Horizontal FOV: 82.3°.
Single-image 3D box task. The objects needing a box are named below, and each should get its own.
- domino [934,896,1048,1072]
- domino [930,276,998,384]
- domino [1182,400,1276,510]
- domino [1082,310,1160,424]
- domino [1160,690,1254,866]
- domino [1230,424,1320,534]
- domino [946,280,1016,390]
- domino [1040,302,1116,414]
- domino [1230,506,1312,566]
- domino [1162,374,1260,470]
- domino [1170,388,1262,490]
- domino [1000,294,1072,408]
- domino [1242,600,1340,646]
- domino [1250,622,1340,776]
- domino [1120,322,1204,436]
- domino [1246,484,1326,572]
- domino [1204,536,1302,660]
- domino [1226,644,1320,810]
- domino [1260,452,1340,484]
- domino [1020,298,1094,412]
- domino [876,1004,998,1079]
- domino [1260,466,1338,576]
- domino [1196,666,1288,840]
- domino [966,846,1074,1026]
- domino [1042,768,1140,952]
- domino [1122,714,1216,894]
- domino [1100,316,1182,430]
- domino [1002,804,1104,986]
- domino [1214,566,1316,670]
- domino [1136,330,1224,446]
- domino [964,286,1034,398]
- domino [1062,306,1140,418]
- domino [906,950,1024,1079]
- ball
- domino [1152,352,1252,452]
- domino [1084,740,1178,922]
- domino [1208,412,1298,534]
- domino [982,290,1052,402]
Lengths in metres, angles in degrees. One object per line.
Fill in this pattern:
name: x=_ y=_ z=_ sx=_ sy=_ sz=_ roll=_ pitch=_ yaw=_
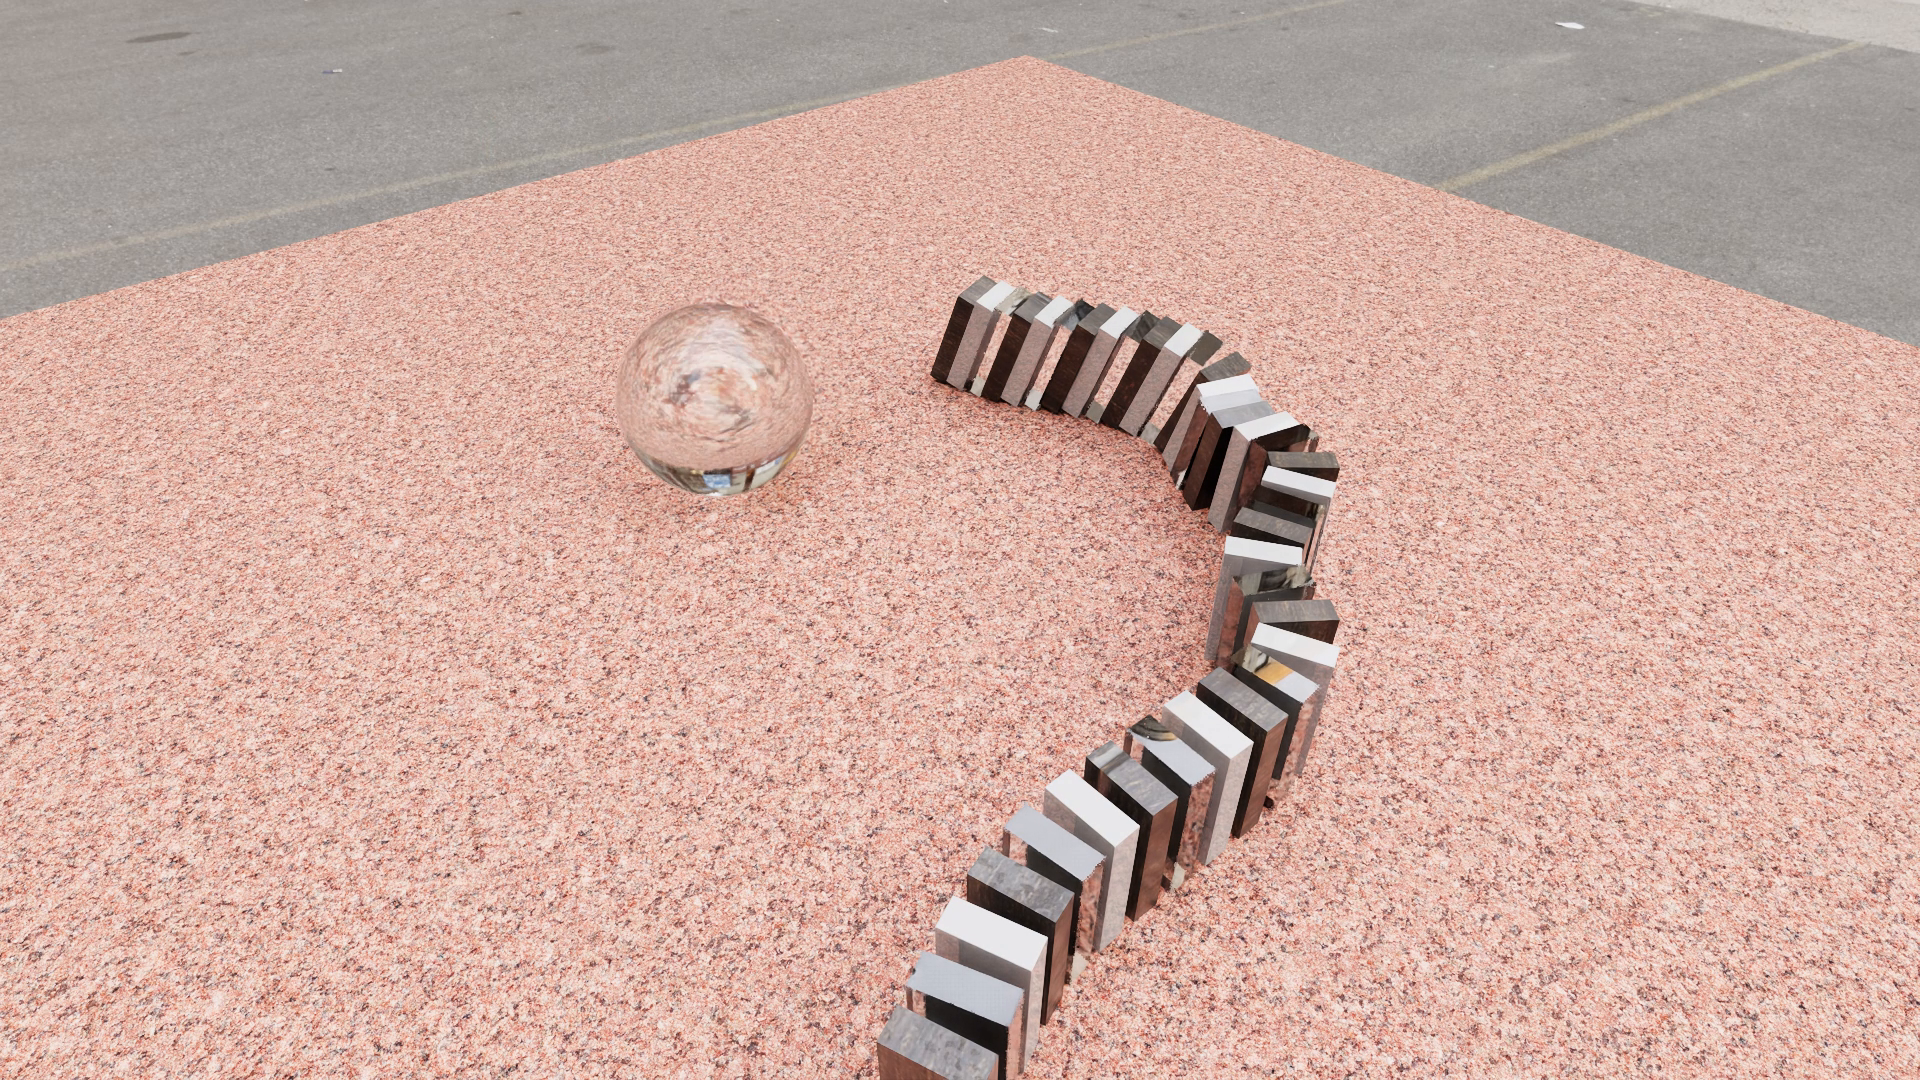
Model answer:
domino: x=0.007 y=0.112 z=0.275 sx=0.025 sy=0.050 sz=0.010 roll=18 pitch=42 yaw=20
domino: x=0.002 y=-0.102 z=0.536 sx=0.009 sy=0.050 sz=0.025 roll=34 pitch=47 yaw=9
domino: x=0.110 y=-0.034 z=0.452 sx=0.025 sy=0.050 sz=0.010 roll=-13 pitch=54 yaw=-15
domino: x=0.075 y=-0.080 z=0.508 sx=0.010 sy=0.050 sz=0.025 roll=36 pitch=48 yaw=11
domino: x=0.070 y=0.071 z=0.325 sx=0.009 sy=0.050 sz=0.025 roll=-27 pitch=46 yaw=-29
domino: x=0.124 y=-0.020 z=0.436 sx=0.025 sy=0.050 sz=0.010 roll=-17 pitch=44 yaw=-20
domino: x=0.010 y=-0.098 z=0.531 sx=0.010 sy=0.050 sz=0.025 roll=34 pitch=47 yaw=9
domino: x=0.056 y=-0.085 z=0.514 sx=0.009 sy=0.050 sz=0.025 roll=36 pitch=48 yaw=11
domino: x=0.108 y=0.014 z=0.394 sx=0.025 sy=0.050 sz=0.009 roll=20 pitch=43 yaw=22
domino: x=0.107 y=-0.050 z=0.472 sx=0.025 sy=0.050 sz=0.009 roll=-14 pitch=62 yaw=-16
domino: x=0.107 y=-0.041 z=0.462 sx=0.025 sy=0.050 sz=0.009 roll=-11 pitch=58 yaw=-13
domino: x=0.037 y=-0.089 z=0.519 sx=0.010 sy=0.050 sz=0.025 roll=34 pitch=47 yaw=9
domino: x=0.105 y=0.042 z=0.361 sx=0.025 sy=0.050 sz=0.009 roll=-2 pitch=39 yaw=-3
domino: x=0.102 y=0.051 z=0.349 sx=0.025 sy=0.050 sz=0.009 roll=17 pitch=42 yaw=20
domino: x=0.091 y=-0.072 z=0.500 sx=0.010 sy=0.050 sz=0.025 roll=36 pitch=48 yaw=10
domino: x=0.116 y=0.006 z=0.404 sx=0.025 sy=0.050 sz=0.009 roll=21 pitch=44 yaw=24
domino: x=0.101 y=0.023 z=0.384 sx=0.025 sy=0.050 sz=0.010 roll=10 pitch=40 yaw=11
domino: x=0.093 y=0.058 z=0.340 sx=0.025 sy=0.050 sz=0.010 roll=32 pitch=49 yaw=33
domino: x=0.128 y=-0.011 z=0.425 sx=0.025 sy=0.050 sz=0.009 roll=1 pitch=41 yaw=1
domino: x=0.046 y=-0.087 z=0.517 sx=0.009 sy=0.050 sz=0.025 roll=36 pitch=48 yaw=11
domino: x=-0.005 y=0.129 z=0.254 sx=0.025 sy=0.050 sz=0.010 roll=18 pitch=43 yaw=21
domino: x=0.123 y=-0.002 z=0.414 sx=0.025 sy=0.050 sz=0.009 roll=17 pitch=43 yaw=20
domino: x=0.081 y=0.065 z=0.332 sx=0.010 sy=0.050 sz=0.025 roll=-28 pitch=47 yaw=-30
domino: x=0.015 y=0.103 z=0.285 sx=0.025 sy=0.050 sz=0.010 roll=22 pitch=44 yaw=25
domino: x=0.034 y=0.089 z=0.303 sx=0.010 sy=0.050 sz=0.025 roll=-30 pitch=48 yaw=-31
domino: x=0.058 y=0.077 z=0.318 sx=0.010 sy=0.050 sz=0.025 roll=-26 pitch=46 yaw=-28
domino: x=0.083 y=-0.076 z=0.504 sx=0.010 sy=0.050 sz=0.025 roll=36 pitch=48 yaw=11
domino: x=0.024 y=0.096 z=0.295 sx=0.025 sy=0.050 sz=0.009 roll=28 pitch=47 yaw=30
domino: x=0.102 y=0.032 z=0.372 sx=0.025 sy=0.050 sz=0.009 roll=-8 pitch=40 yaw=-10
domino: x=0.099 y=-0.068 z=0.494 sx=0.010 sy=0.050 sz=0.025 roll=36 pitch=48 yaw=10
domino: x=0.019 y=-0.095 z=0.527 sx=0.009 sy=0.050 sz=0.025 roll=34 pitch=47 yaw=9
domino: x=0.065 y=-0.082 z=0.512 sx=0.009 sy=0.050 sz=0.025 roll=36 pitch=48 yaw=11
domino: x=0.001 y=0.120 z=0.264 sx=0.025 sy=0.050 sz=0.009 roll=15 pitch=42 yaw=18
ball: x=-0.102 y=-0.058 z=0.459 sx=0.080 sy=0.080 sz=0.080 roll=0 pitch=39 yaw=0
domino: x=0.106 y=-0.059 z=0.484 sx=0.025 sy=0.050 sz=0.010 roll=-29 pitch=70 yaw=-30
domino: x=0.046 y=0.083 z=0.310 sx=0.009 sy=0.050 sz=0.025 roll=-27 pitch=46 yaw=-29
domino: x=0.118 y=-0.027 z=0.444 sx=0.025 sy=0.050 sz=0.010 roll=-17 pitch=49 yaw=-20
domino: x=0.027 y=-0.091 z=0.523 sx=0.009 sy=0.050 sz=0.025 roll=34 pitch=47 yaw=9
